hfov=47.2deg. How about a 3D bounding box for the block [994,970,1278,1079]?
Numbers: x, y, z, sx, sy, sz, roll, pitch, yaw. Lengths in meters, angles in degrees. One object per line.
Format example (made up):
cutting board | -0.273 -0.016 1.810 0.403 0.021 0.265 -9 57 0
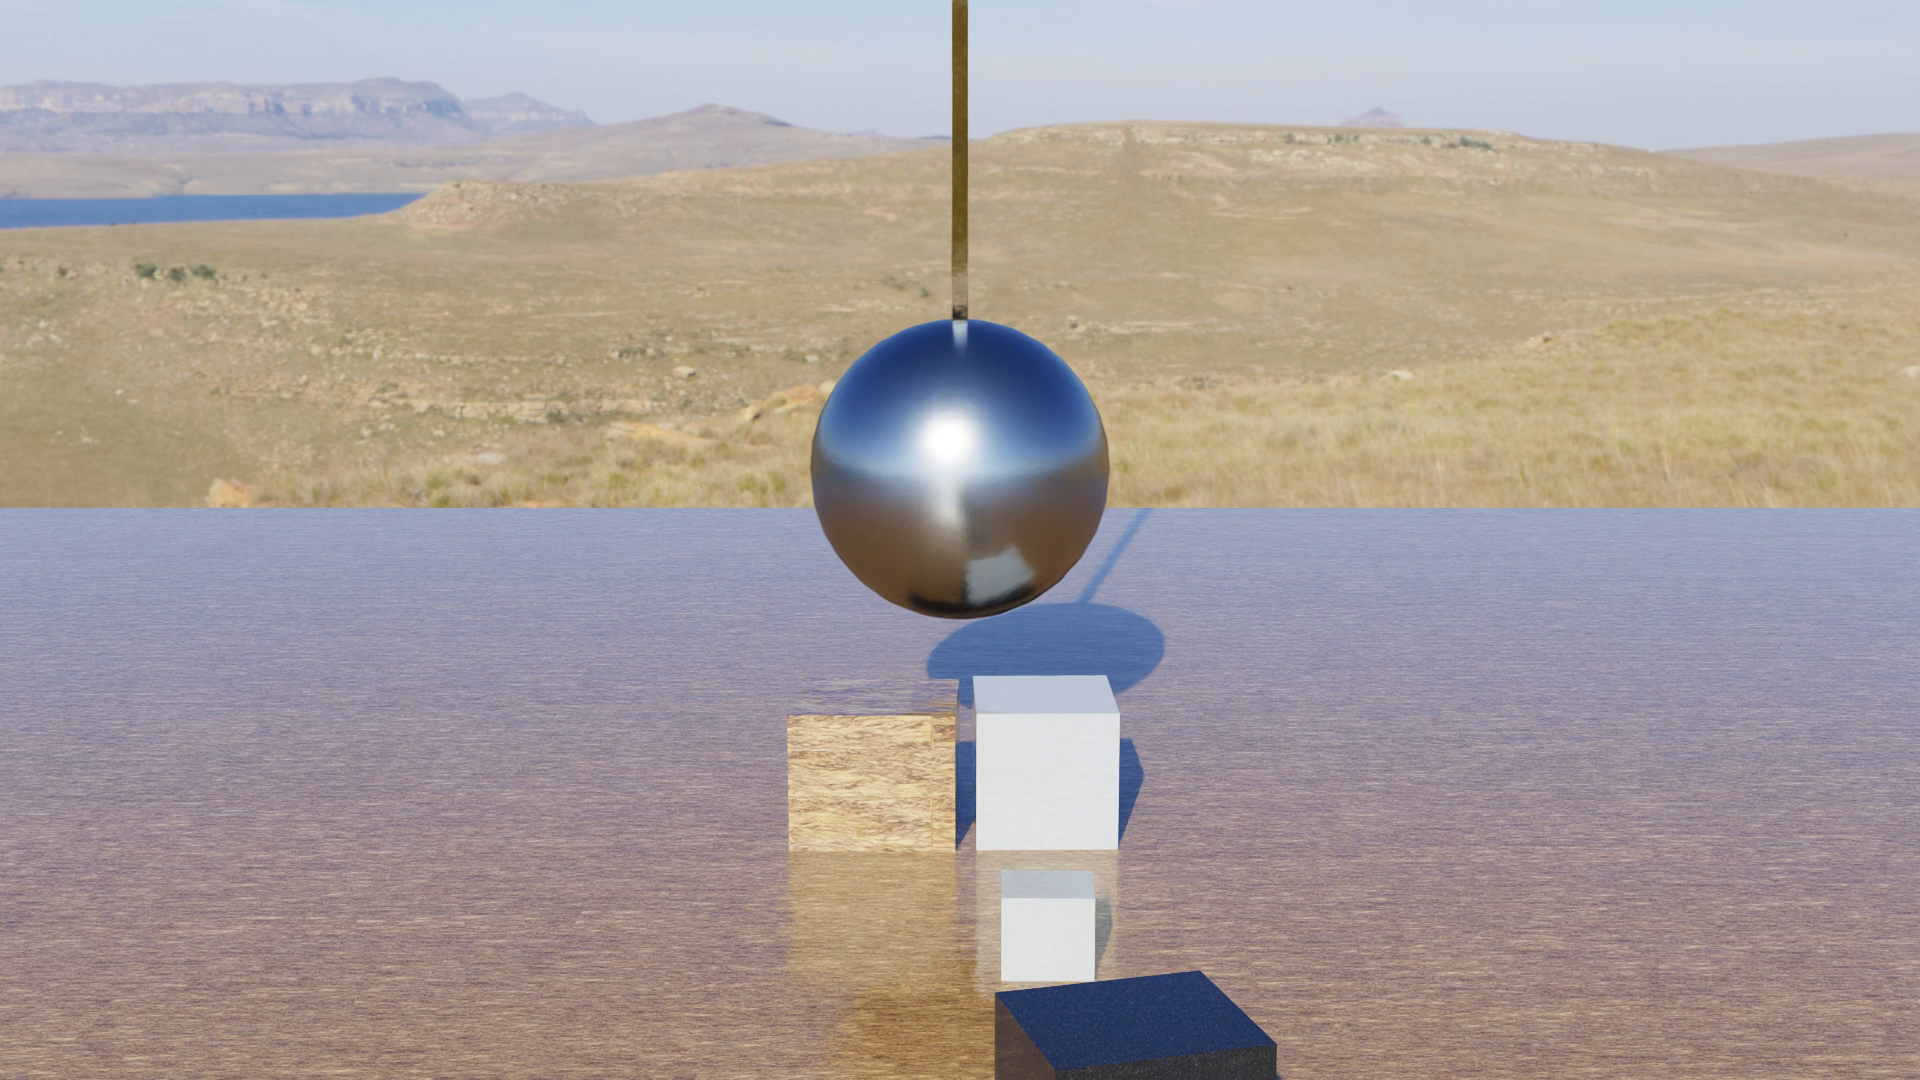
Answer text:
block | 0.544 1.889 7.031 0.717 0.767 0.634 -3 11 -15

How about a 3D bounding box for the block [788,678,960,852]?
block | -0.430 1.145 11.313 0.832 0.700 0.766 0 10 1

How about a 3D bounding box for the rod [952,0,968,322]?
rod | 0.000 -3.644 10.779 0.080 5.200 0.080 0 16 0

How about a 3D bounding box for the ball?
ball | 0.000 -0.376 11.716 1.600 1.600 1.600 0 10 0

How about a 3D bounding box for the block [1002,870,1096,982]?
block | 0.375 1.654 9.448 0.393 0.366 0.362 0 10 1

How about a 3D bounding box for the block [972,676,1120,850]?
block | 0.430 1.137 11.349 0.710 0.703 0.788 0 10 -1
